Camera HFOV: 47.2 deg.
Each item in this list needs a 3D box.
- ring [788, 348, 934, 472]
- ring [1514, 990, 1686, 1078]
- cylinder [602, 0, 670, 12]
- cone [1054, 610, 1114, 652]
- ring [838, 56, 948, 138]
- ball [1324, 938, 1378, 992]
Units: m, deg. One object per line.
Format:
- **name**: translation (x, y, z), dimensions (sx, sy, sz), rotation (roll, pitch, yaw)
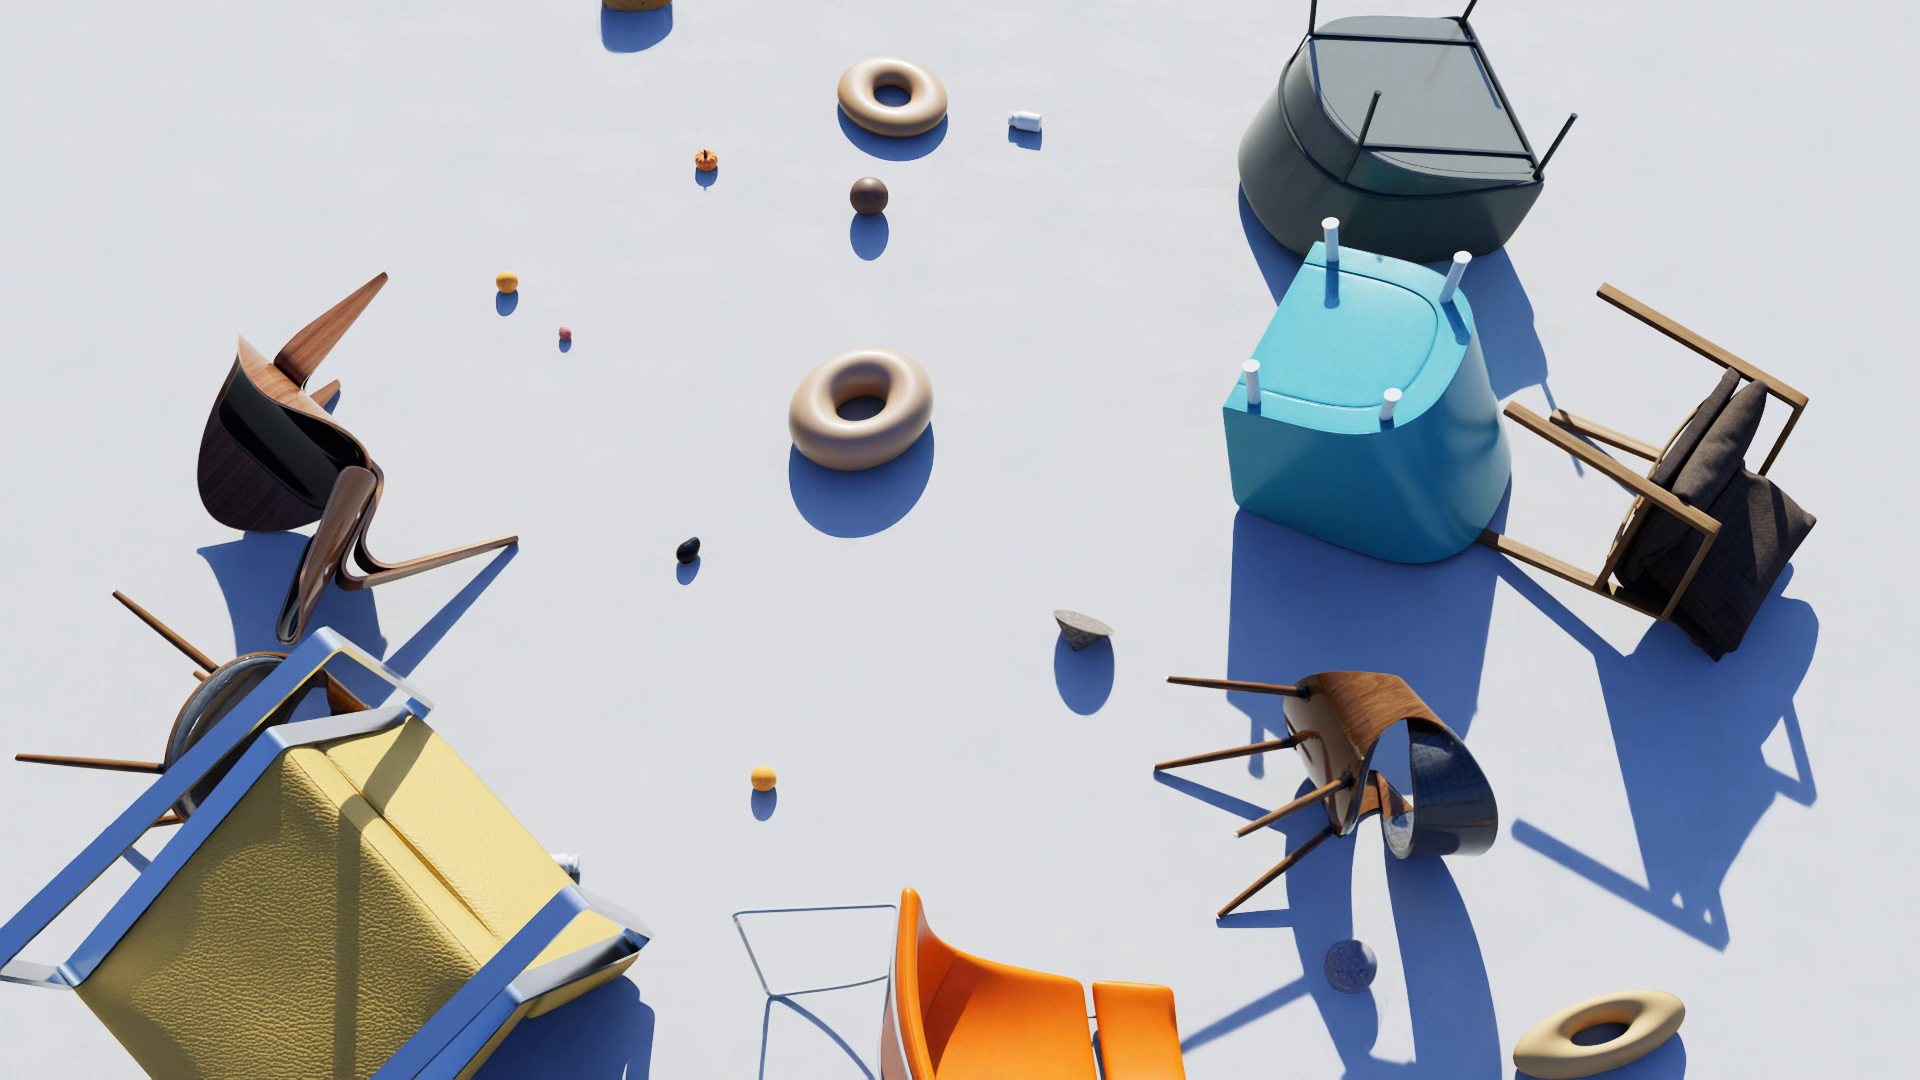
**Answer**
- **ring**: translation (-0.303, -0.403, 6.749), dimensions (0.478, 0.163, 0.404), rotation (-36, 62, -22)
- **ring**: translation (1.645, 1.271, 5.657), dimensions (0.483, 0.108, 0.184), rotation (-16, 56, -9)
- **cylinder**: translation (-1.155, -1.980, 7.824), dimensions (0.252, 0.128, 0.144), rotation (-4, 56, -9)
- **cone**: translation (0.342, 0.280, 6.346), dimensions (0.188, 0.094, 0.181), rotation (25, 15, 33)
- **ring**: translation (-0.232, -1.524, 7.553), dimensions (0.407, 0.075, 0.349), rotation (35, 62, 22)
- **ball**: translation (1.021, 1.111, 5.747), dimensions (0.136, 0.136, 0.136), rotation (0, 56, 0)
